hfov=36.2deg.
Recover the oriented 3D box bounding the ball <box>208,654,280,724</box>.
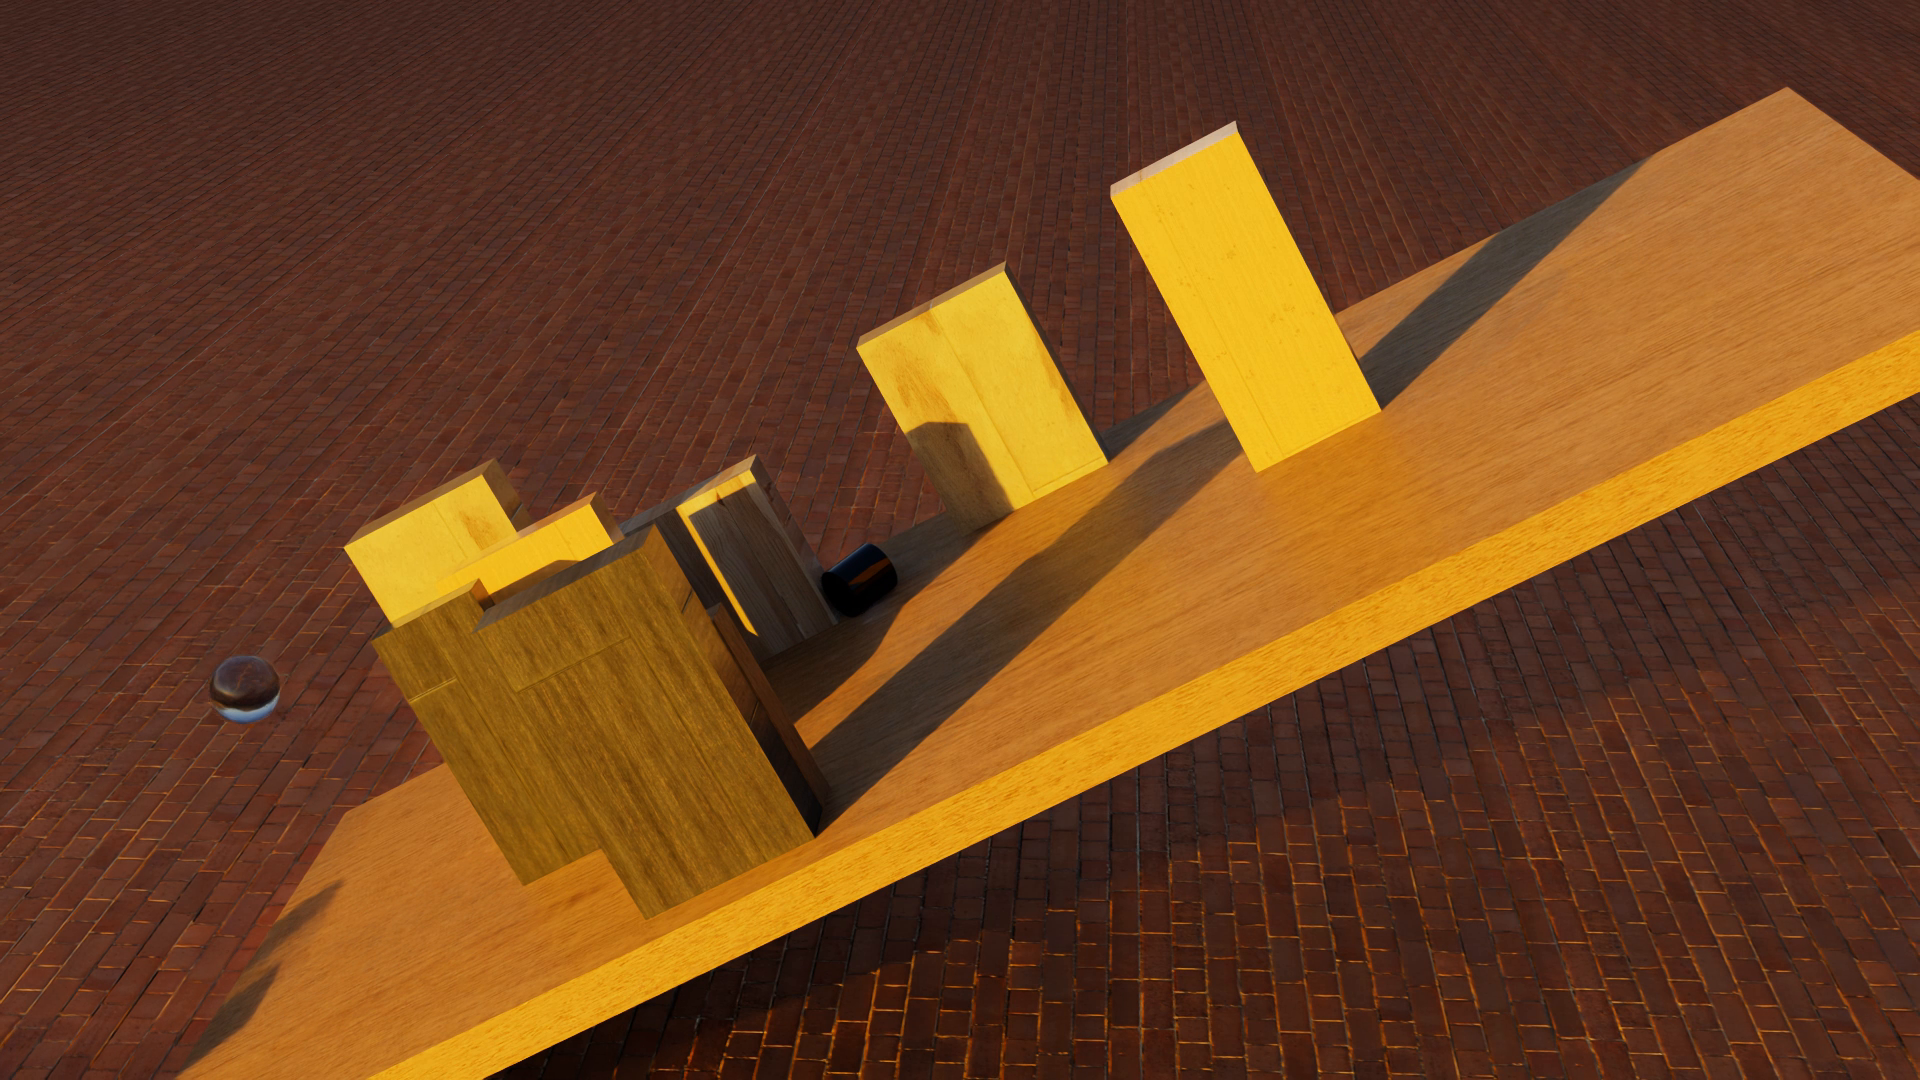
[{"bbox_3d":[-2.050,0.428,8.430,0.200,0.200,0.200,0,18,0],"label":"ball"}]

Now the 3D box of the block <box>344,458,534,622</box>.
[{"bbox_3d":[-1.025,0.229,6.623,0.361,0.739,0.140,-27,14,11],"label":"block"}]

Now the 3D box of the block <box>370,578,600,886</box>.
[{"bbox_3d":[-0.956,0.403,6.132,0.243,0.615,0.081,-27,14,11],"label":"block"}]

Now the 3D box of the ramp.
[{"bbox_3d":[0.141,0.167,6.282,4.000,0.100,2.000,-27,14,11],"label":"ramp"}]

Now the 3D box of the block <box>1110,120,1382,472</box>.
[{"bbox_3d":[0.599,-0.507,6.161,0.292,0.664,0.136,-27,14,11],"label":"block"}]

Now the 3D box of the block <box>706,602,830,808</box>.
[{"bbox_3d":[-0.500,0.386,5.681,0.318,0.428,0.108,-27,14,11],"label":"block"}]

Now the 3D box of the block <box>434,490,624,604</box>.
[{"bbox_3d":[-0.796,0.257,6.320,0.385,0.620,0.096,-27,14,11],"label":"block"}]

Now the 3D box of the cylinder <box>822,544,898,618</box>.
[{"bbox_3d":[-0.233,0.093,6.813,0.125,0.125,0.125,-37,35,-29],"label":"cylinder"}]

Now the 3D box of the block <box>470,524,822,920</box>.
[{"bbox_3d":[-0.584,0.346,5.536,0.370,0.646,0.146,-27,14,11],"label":"block"}]

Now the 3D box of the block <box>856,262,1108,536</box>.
[{"bbox_3d":[0.056,-0.330,6.913,0.390,0.518,0.114,-27,14,11],"label":"block"}]

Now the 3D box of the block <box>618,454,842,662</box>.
[{"bbox_3d":[-0.556,0.086,6.870,0.407,0.418,0.136,-27,14,11],"label":"block"}]
